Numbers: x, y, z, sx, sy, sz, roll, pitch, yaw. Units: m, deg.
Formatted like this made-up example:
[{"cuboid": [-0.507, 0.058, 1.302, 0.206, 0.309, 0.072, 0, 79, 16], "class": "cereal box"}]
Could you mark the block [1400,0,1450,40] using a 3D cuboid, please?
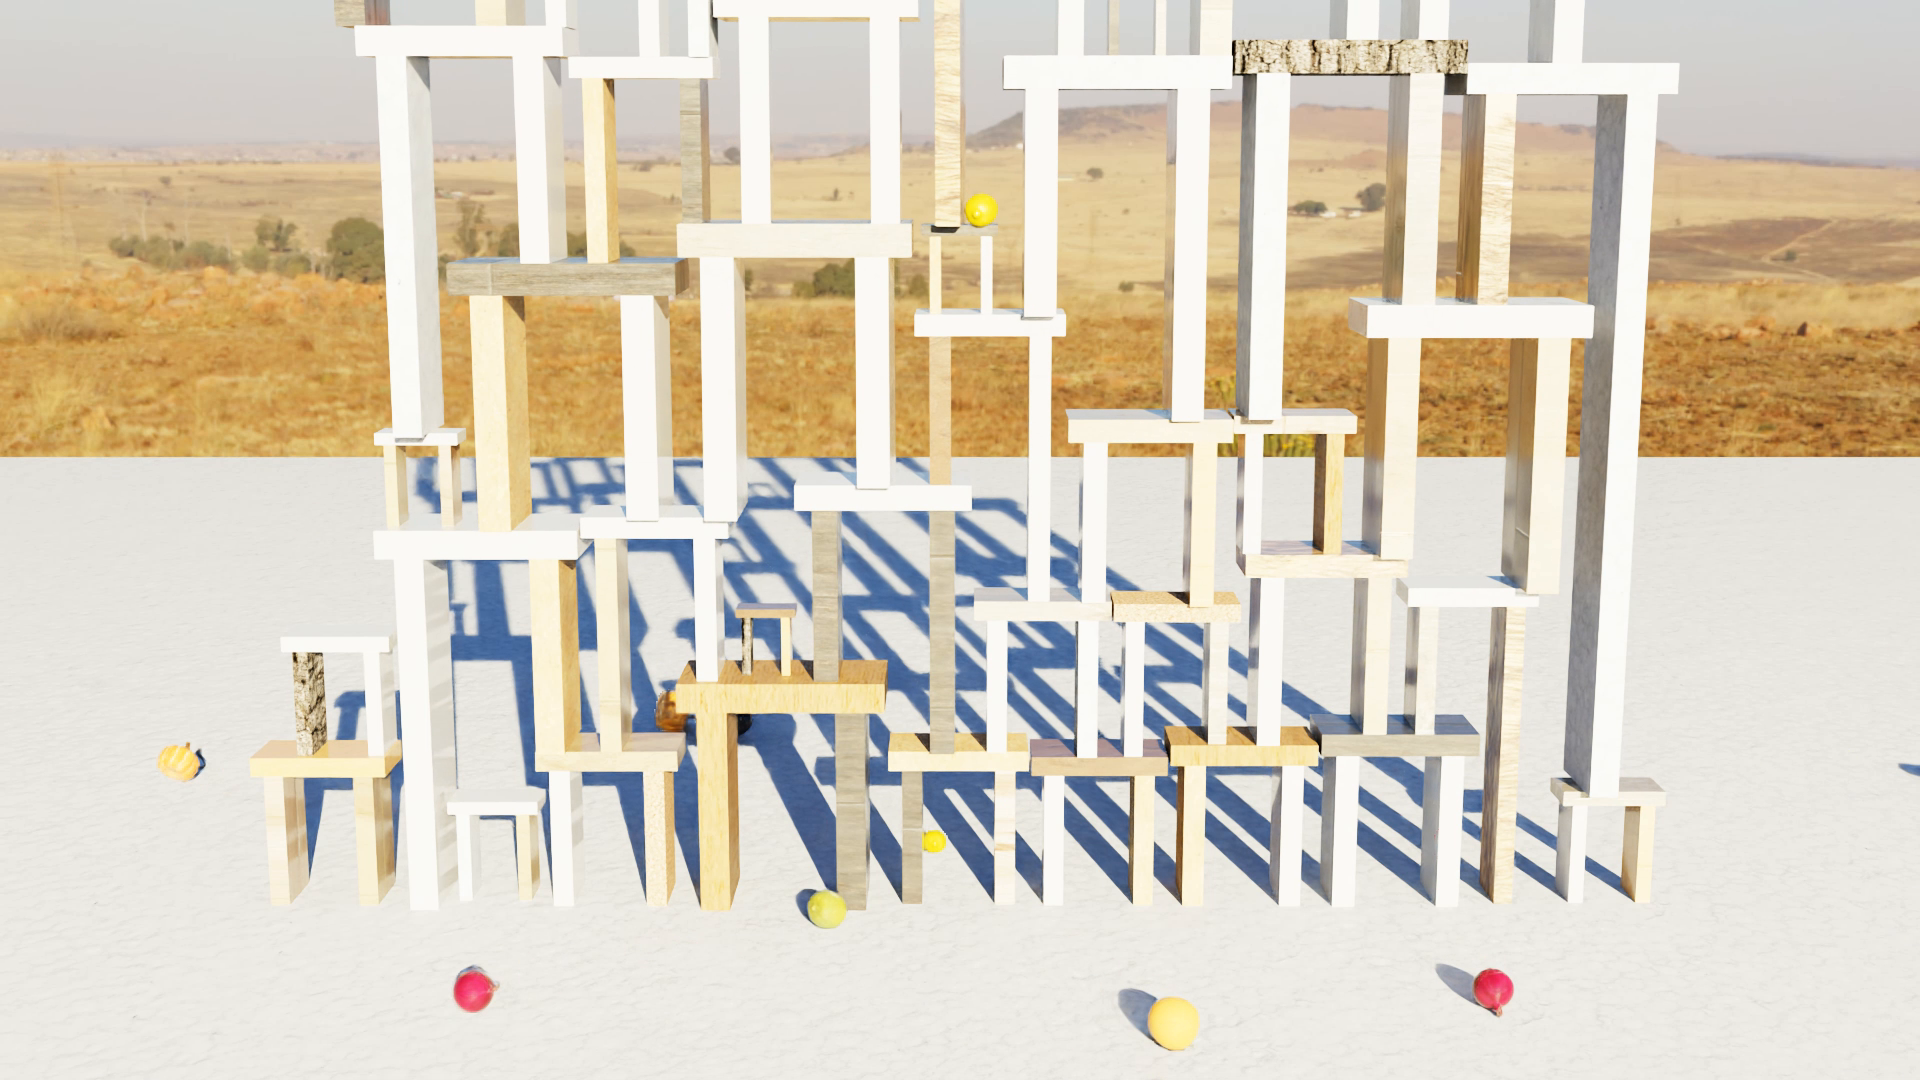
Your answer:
[{"cuboid": [0.720, -0.926, 3.392, 0.044, 0.308, 0.154, 0, 11, 0], "class": "block"}]

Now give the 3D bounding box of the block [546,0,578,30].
[{"cuboid": [-0.617, -0.899, 3.390, 0.030, 0.214, 0.107, 0, 11, 0], "class": "block"}]

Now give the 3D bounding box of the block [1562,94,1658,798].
[{"cuboid": [1.042, -0.147, 3.537, 0.046, 1.117, 0.161, 0, 11, 0], "class": "block"}]

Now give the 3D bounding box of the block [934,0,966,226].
[{"cuboid": [-0.015, -0.756, 3.414, 0.038, 0.526, 0.135, 1, 11, 4], "class": "block"}]

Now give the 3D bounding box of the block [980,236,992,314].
[{"cuboid": [0.042, -0.422, 3.480, 0.017, 0.121, 0.060, 0, 11, 0], "class": "block"}]

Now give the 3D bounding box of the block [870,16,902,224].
[{"cuboid": [-0.115, -0.655, 3.439, 0.044, 0.310, 0.155, 0, 11, 0], "class": "block"}]

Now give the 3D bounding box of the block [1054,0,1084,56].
[{"cuboid": [0.169, -0.882, 3.391, 0.038, 0.269, 0.135, 0, 11, 0], "class": "block"}]

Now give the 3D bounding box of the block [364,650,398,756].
[{"cuboid": [-0.951, 0.258, 3.611, 0.025, 0.174, 0.087, 0, 11, 0], "class": "block"}]

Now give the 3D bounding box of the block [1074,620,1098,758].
[{"cuboid": [0.206, 0.231, 3.598, 0.031, 0.228, 0.110, 0, 11, 0], "class": "block"}]

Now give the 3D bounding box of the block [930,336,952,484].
[{"cuboid": [-0.031, -0.214, 3.521, 0.033, 0.236, 0.118, 0, 11, 0], "class": "block"}]

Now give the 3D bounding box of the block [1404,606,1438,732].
[{"cuboid": [0.754, 0.200, 3.601, 0.030, 0.209, 0.104, 0, 11, 0], "class": "block"}]

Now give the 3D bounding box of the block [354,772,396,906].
[{"cuboid": [-0.971, 0.483, 3.648, 0.031, 0.219, 0.109, 0, 11, 0], "class": "block"}]

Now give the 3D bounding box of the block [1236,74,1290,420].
[{"cuboid": [0.477, -0.465, 3.474, 0.050, 0.530, 0.176, 0, 11, 0], "class": "block"}]

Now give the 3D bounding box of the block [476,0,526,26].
[{"cuboid": [-0.711, -0.950, 3.380, 0.045, 0.319, 0.160, 0, 11, 0], "class": "block"}]

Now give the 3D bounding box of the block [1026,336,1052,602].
[{"cuboid": [0.126, -0.121, 3.538, 0.033, 0.425, 0.118, 0, 11, 0], "class": "block"}]

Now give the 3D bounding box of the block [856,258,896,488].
[{"cuboid": [-0.134, -0.275, 3.508, 0.051, 0.360, 0.180, 0, 11, 1], "class": "block"}]

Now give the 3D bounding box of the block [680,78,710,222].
[{"cuboid": [-0.415, -0.611, 3.449, 0.031, 0.220, 0.110, 0, 11, 0], "class": "block"}]

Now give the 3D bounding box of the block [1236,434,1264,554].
[{"cuboid": [0.466, -0.082, 3.546, 0.027, 0.194, 0.097, 0, 11, 0], "class": "block"}]

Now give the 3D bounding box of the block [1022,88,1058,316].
[{"cuboid": [0.125, -0.532, 3.458, 0.049, 0.346, 0.173, 0, 11, 0], "class": "block"}]

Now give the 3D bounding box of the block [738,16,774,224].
[{"cuboid": [-0.318, -0.656, 3.442, 0.044, 0.310, 0.155, 0, 11, -3], "class": "block"}]

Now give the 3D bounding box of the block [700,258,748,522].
[{"cuboid": [-0.376, -0.249, 3.513, 0.051, 0.412, 0.180, 0, 11, 0], "class": "block"}]

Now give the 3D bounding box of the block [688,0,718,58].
[{"cuboid": [-0.398, -0.906, 3.386, 0.031, 0.321, 0.109, 0, 11, 2], "class": "block"}]

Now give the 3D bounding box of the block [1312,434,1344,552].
[{"cuboid": [0.595, -0.083, 3.551, 0.027, 0.194, 0.097, 0, 11, -2], "class": "block"}]

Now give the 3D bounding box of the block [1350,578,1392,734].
[{"cuboid": [0.671, 0.175, 3.597, 0.037, 0.258, 0.129, 0, 11, 0], "class": "block"}]

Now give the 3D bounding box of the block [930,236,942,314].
[{"cuboid": [-0.038, -0.422, 3.481, 0.017, 0.121, 0.060, 0, 11, 0], "class": "block"}]

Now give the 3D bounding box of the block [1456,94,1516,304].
[{"cuboid": [0.827, -0.538, 3.464, 0.046, 0.321, 0.161, 0, 11, 0], "class": "block"}]

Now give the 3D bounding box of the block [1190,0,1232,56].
[{"cuboid": [0.387, -0.924, 3.379, 0.047, 0.357, 0.166, 0, 11, 0], "class": "block"}]

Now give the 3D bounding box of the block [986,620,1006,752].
[{"cuboid": [0.060, 0.227, 3.598, 0.031, 0.220, 0.110, 0, 11, 0], "class": "block"}]

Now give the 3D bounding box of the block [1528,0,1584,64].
[{"cuboid": [0.925, -0.909, 3.395, 0.044, 0.343, 0.154, 0, 11, 0], "class": "block"}]

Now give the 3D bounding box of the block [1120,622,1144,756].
[{"cuboid": [0.282, 0.232, 3.602, 0.029, 0.224, 0.102, 0, 11, 0], "class": "block"}]

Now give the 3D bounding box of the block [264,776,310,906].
[{"cuboid": [-1.117, 0.483, 3.648, 0.031, 0.219, 0.109, 0, 11, 0], "class": "block"}]

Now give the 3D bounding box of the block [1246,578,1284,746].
[{"cuboid": [0.499, 0.185, 3.599, 0.037, 0.278, 0.129, 0, 11, 0], "class": "block"}]

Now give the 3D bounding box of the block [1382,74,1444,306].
[{"cuboid": [0.711, -0.552, 3.459, 0.050, 0.352, 0.176, 0, 11, 0], "class": "block"}]

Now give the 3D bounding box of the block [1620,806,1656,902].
[{"cuboid": [1.125, 0.509, 3.651, 0.024, 0.167, 0.083, 0, 11, 0], "class": "block"}]

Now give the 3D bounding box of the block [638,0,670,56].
[{"cuboid": [-0.474, -0.877, 3.396, 0.030, 0.259, 0.107, 0, 11, 1], "class": "block"}]

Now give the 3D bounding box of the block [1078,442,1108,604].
[{"cuboid": [0.213, -0.038, 3.547, 0.037, 0.258, 0.129, 0, 11, 0], "class": "block"}]

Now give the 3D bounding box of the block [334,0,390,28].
[{"cuboid": [-0.924, -0.950, 3.378, 0.045, 0.319, 0.160, 0, 11, 0], "class": "block"}]

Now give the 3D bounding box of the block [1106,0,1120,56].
[{"cuboid": [0.237, -0.802, 3.404, 0.015, 0.108, 0.054, 0, 11, 0], "class": "block"}]

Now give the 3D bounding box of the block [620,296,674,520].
[{"cuboid": [-0.500, -0.221, 3.522, 0.050, 0.353, 0.176, 0, 11, 0], "class": "block"}]

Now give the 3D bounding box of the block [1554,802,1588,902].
[{"cuboid": [1.014, 0.509, 3.651, 0.024, 0.167, 0.083, 0, 11, 0], "class": "block"}]

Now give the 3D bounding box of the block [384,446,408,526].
[{"cuboid": [-0.907, -0.093, 3.540, 0.019, 0.131, 0.066, 0, 11, 0], "class": "block"}]

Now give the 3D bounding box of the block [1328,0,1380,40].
[{"cuboid": [0.609, -0.937, 3.380, 0.047, 0.333, 0.167, 0, 11, 0], "class": "block"}]

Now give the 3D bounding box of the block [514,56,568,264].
[{"cuboid": [-0.657, -0.596, 3.446, 0.044, 0.313, 0.157, 0, 11, 0], "class": "block"}]

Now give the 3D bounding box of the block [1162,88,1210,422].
[{"cuboid": [0.356, -0.452, 3.473, 0.049, 0.509, 0.173, 0, 11, 0], "class": "block"}]

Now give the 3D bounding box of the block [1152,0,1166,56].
[{"cuboid": [0.309, -0.802, 3.404, 0.015, 0.108, 0.054, 0, 11, 0], "class": "block"}]

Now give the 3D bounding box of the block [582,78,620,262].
[{"cuboid": [-0.564, -0.581, 3.455, 0.031, 0.281, 0.110, 0, 11, 1], "class": "block"}]

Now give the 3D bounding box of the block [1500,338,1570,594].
[{"cuboid": [0.923, -0.130, 3.531, 0.049, 0.406, 0.175, 0, 11, 0], "class": "block"}]

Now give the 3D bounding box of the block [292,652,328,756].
[{"cuboid": [-1.067, 0.258, 3.611, 0.025, 0.174, 0.087, 0, 11, 0], "class": "block"}]

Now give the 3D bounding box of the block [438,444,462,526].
[{"cuboid": [-0.820, -0.093, 3.540, 0.019, 0.131, 0.066, 0, 11, 0], "class": "block"}]

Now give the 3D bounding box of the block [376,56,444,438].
[{"cuboid": [-0.866, -0.462, 3.469, 0.044, 0.584, 0.157, 0, 11, 0], "class": "block"}]

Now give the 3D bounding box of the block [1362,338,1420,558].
[{"cuboid": [0.689, -0.158, 3.525, 0.049, 0.349, 0.175, 0, 11, 0], "class": "block"}]

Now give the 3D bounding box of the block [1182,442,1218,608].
[{"cuboid": [0.386, -0.035, 3.548, 0.037, 0.264, 0.129, 0, 11, 0], "class": "block"}]

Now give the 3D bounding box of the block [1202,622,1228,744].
[{"cuboid": [0.417, 0.222, 3.600, 0.029, 0.203, 0.102, 0, 10, 0], "class": "block"}]

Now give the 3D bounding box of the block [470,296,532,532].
[{"cuboid": [-0.734, -0.211, 3.524, 0.050, 0.371, 0.176, 0, 11, 0], "class": "block"}]

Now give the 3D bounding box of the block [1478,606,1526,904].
[{"cuboid": [0.893, 0.343, 3.626, 0.030, 0.501, 0.104, 0, 11, 0], "class": "block"}]
